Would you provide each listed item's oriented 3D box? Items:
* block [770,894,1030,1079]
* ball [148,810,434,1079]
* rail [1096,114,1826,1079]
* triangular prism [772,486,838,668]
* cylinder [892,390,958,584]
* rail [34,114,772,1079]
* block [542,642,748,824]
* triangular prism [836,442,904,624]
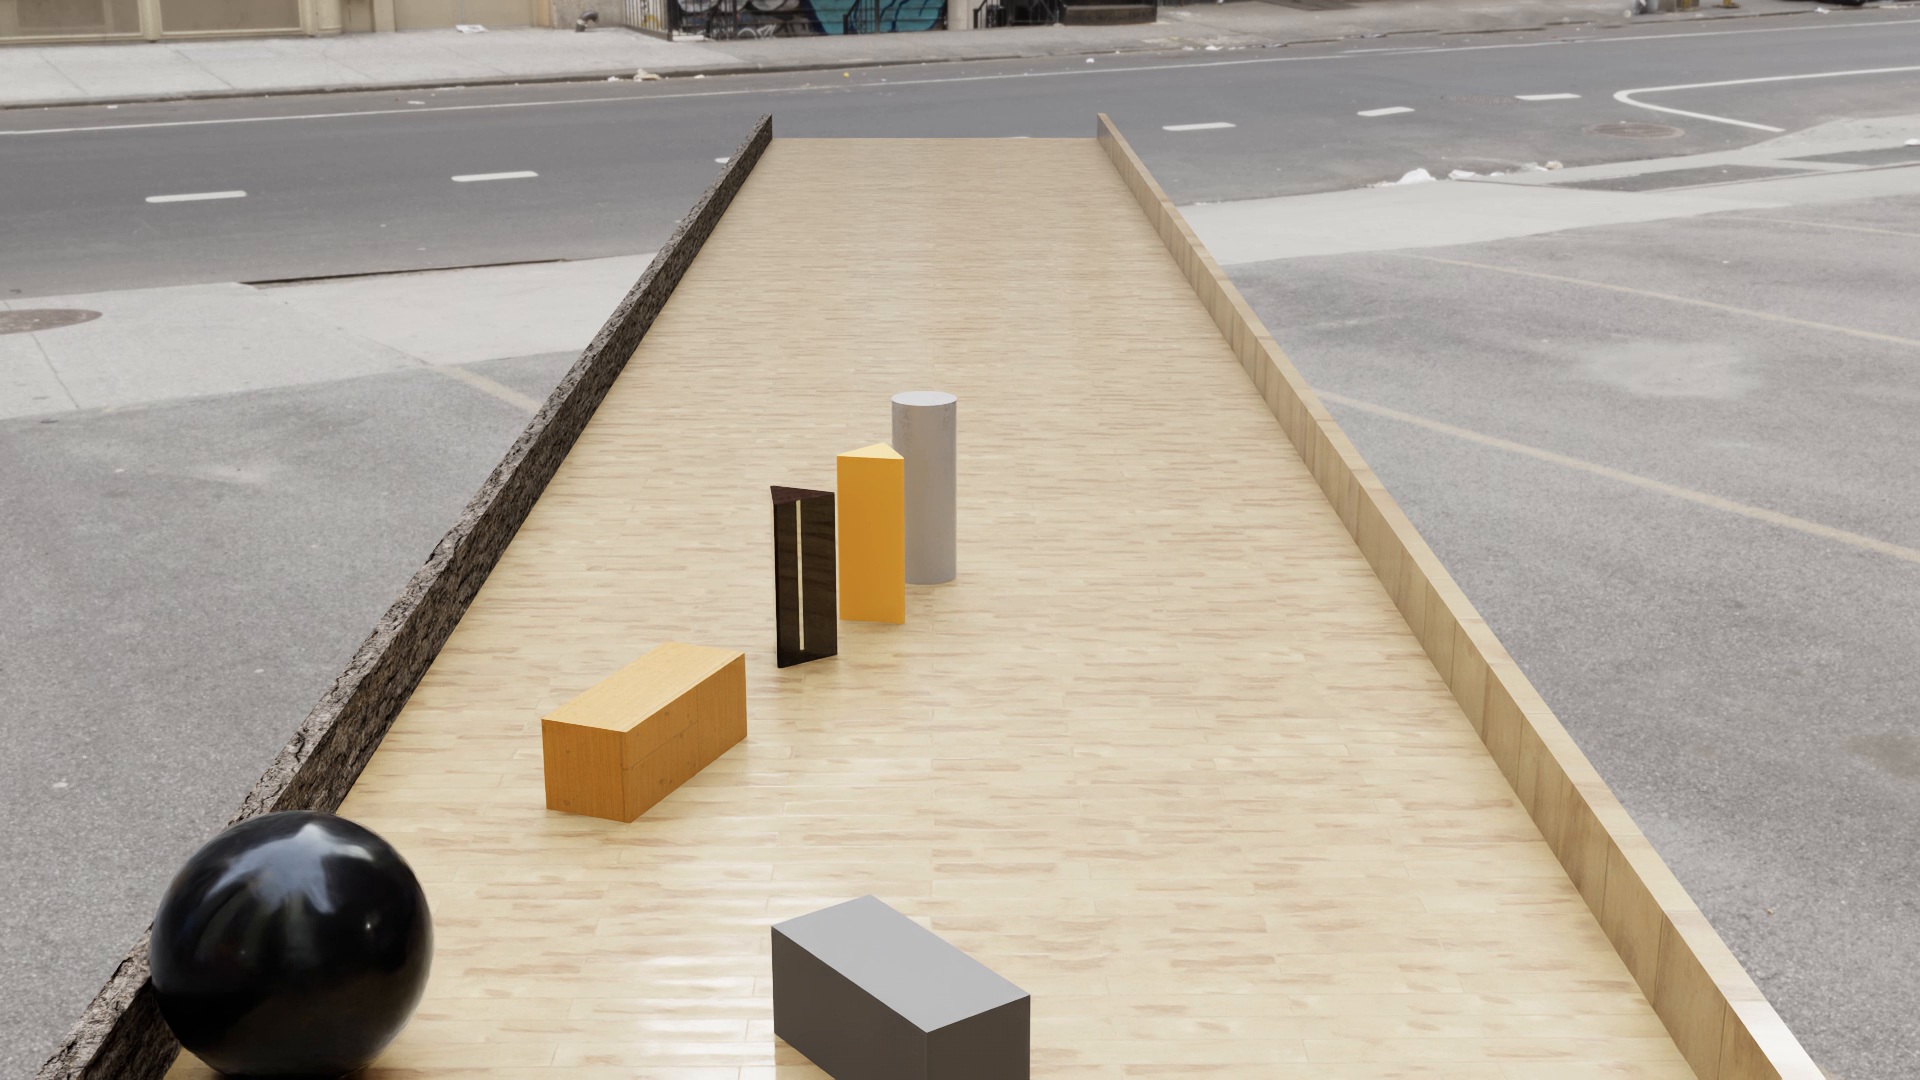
[{"bbox_3d":[-0.082,0.618,2.866,0.160,0.160,0.356,-12,20,-35],"label":"block"},{"bbox_3d":[-0.860,0.527,2.838,0.353,0.353,0.353,0,17,0],"label":"ball"},{"bbox_3d":[0.932,-0.844,7.801,0.050,0.150,12.000,0,17,-1],"label":"rail"},{"bbox_3d":[-0.341,0.067,4.409,0.141,0.338,0.123,-12,21,-36],"label":"triangular prism"},{"bbox_3d":[-0.079,-0.117,4.903,0.145,0.408,0.145,0,17,0],"label":"cylinder"},{"bbox_3d":[-1.118,-0.838,7.780,0.050,0.150,12.000,0,17,-1],"label":"rail"},{"bbox_3d":[-0.543,0.328,3.840,0.162,0.162,0.422,7,18,21],"label":"block"},{"bbox_3d":[-0.175,-0.017,4.657,0.141,0.358,0.122,3,17,11],"label":"triangular prism"}]
